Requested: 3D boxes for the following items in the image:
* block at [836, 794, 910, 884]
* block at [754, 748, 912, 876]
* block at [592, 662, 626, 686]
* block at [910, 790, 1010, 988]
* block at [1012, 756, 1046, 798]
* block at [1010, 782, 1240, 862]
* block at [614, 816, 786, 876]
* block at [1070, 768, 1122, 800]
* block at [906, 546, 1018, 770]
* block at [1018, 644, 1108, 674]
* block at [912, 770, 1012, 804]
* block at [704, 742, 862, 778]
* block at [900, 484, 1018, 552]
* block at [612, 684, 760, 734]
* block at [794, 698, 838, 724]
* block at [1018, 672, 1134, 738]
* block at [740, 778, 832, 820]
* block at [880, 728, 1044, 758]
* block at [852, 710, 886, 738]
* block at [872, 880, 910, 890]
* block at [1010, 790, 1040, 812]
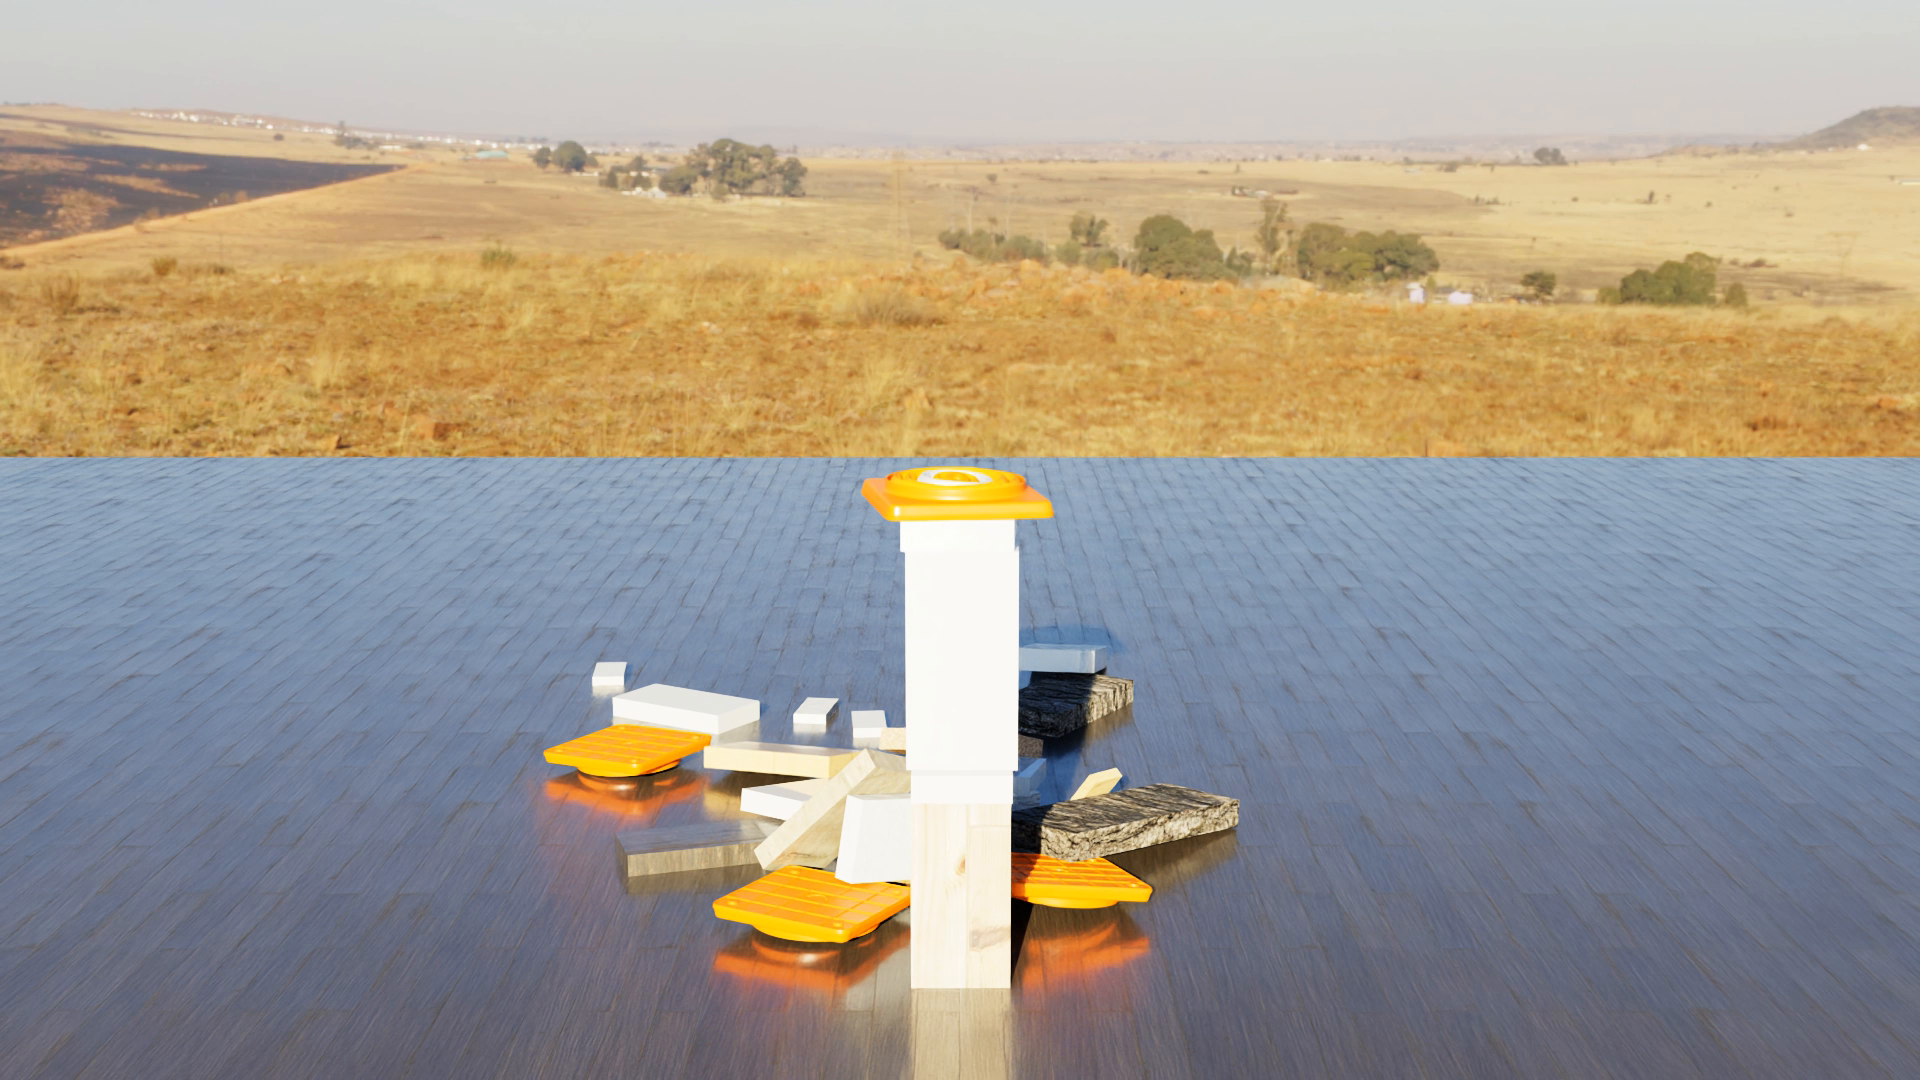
[{"bbox_3d":[-0.083,0.494,3.669,0.275,0.138,0.039,5,5,-45],"label":"block"},{"bbox_3d":[-0.201,0.457,3.664,0.138,0.275,0.039,20,32,-53],"label":"block"},{"bbox_3d":[-0.814,0.311,5.117,0.070,0.020,0.140,-1,11,-5],"label":"block"},{"bbox_3d":[0.001,0.517,3.258,0.147,0.293,0.042,0,11,0],"label":"block"},{"bbox_3d":[0.020,0.427,4.049,0.255,0.036,0.127,3,11,15],"label":"block"},{"bbox_3d":[0.286,0.498,3.905,0.174,0.049,0.459,8,8,43],"label":"block"},{"bbox_3d":[-0.437,0.535,3.860,0.316,0.037,0.132,-3,11,-18],"label":"block"},{"bbox_3d":[0.234,0.469,4.002,0.068,0.136,0.019,-9,54,-40],"label":"block"},{"bbox_3d":[0.003,0.172,3.199,0.162,0.324,0.046,0,10,1],"label":"block"},{"bbox_3d":[0.238,0.271,5.066,0.174,0.049,0.348,2,-1,9],"label":"block"},{"bbox_3d":[0.003,0.335,3.324,0.147,0.042,0.293,0,11,0],"label":"block"},{"bbox_3d":[-0.341,0.429,4.305,0.288,0.041,0.144,1,0,29],"label":"block"},{"bbox_3d":[0.004,-0.035,3.299,0.162,0.046,0.324,0,11,3],"label":"block"},{"bbox_3d":[-0.594,0.365,4.769,0.288,0.041,0.144,6,12,31],"label":"block"},{"bbox_3d":[-0.313,0.372,4.791,0.070,0.020,0.139,2,11,8],"label":"block"},{"bbox_3d":[0.222,0.355,4.800,0.174,0.049,0.348,6,12,31],"label":"block"},{"bbox_3d":[-0.261,0.477,4.049,0.138,0.039,0.275,7,3,34],"label":"block"},{"bbox_3d":[0.001,0.389,4.185,0.288,0.041,0.144,-4,-15,43],"label":"block"},{"bbox_3d":[-0.194,0.391,4.684,0.070,0.020,0.140,-1,11,-5],"label":"block"},{"bbox_3d":[-0.136,0.563,3.763,0.068,0.019,0.136,-7,12,-32],"label":"block"},{"bbox_3d":[0.028,0.461,4.067,0.127,0.036,0.255,-6,12,-29],"label":"block"}]
